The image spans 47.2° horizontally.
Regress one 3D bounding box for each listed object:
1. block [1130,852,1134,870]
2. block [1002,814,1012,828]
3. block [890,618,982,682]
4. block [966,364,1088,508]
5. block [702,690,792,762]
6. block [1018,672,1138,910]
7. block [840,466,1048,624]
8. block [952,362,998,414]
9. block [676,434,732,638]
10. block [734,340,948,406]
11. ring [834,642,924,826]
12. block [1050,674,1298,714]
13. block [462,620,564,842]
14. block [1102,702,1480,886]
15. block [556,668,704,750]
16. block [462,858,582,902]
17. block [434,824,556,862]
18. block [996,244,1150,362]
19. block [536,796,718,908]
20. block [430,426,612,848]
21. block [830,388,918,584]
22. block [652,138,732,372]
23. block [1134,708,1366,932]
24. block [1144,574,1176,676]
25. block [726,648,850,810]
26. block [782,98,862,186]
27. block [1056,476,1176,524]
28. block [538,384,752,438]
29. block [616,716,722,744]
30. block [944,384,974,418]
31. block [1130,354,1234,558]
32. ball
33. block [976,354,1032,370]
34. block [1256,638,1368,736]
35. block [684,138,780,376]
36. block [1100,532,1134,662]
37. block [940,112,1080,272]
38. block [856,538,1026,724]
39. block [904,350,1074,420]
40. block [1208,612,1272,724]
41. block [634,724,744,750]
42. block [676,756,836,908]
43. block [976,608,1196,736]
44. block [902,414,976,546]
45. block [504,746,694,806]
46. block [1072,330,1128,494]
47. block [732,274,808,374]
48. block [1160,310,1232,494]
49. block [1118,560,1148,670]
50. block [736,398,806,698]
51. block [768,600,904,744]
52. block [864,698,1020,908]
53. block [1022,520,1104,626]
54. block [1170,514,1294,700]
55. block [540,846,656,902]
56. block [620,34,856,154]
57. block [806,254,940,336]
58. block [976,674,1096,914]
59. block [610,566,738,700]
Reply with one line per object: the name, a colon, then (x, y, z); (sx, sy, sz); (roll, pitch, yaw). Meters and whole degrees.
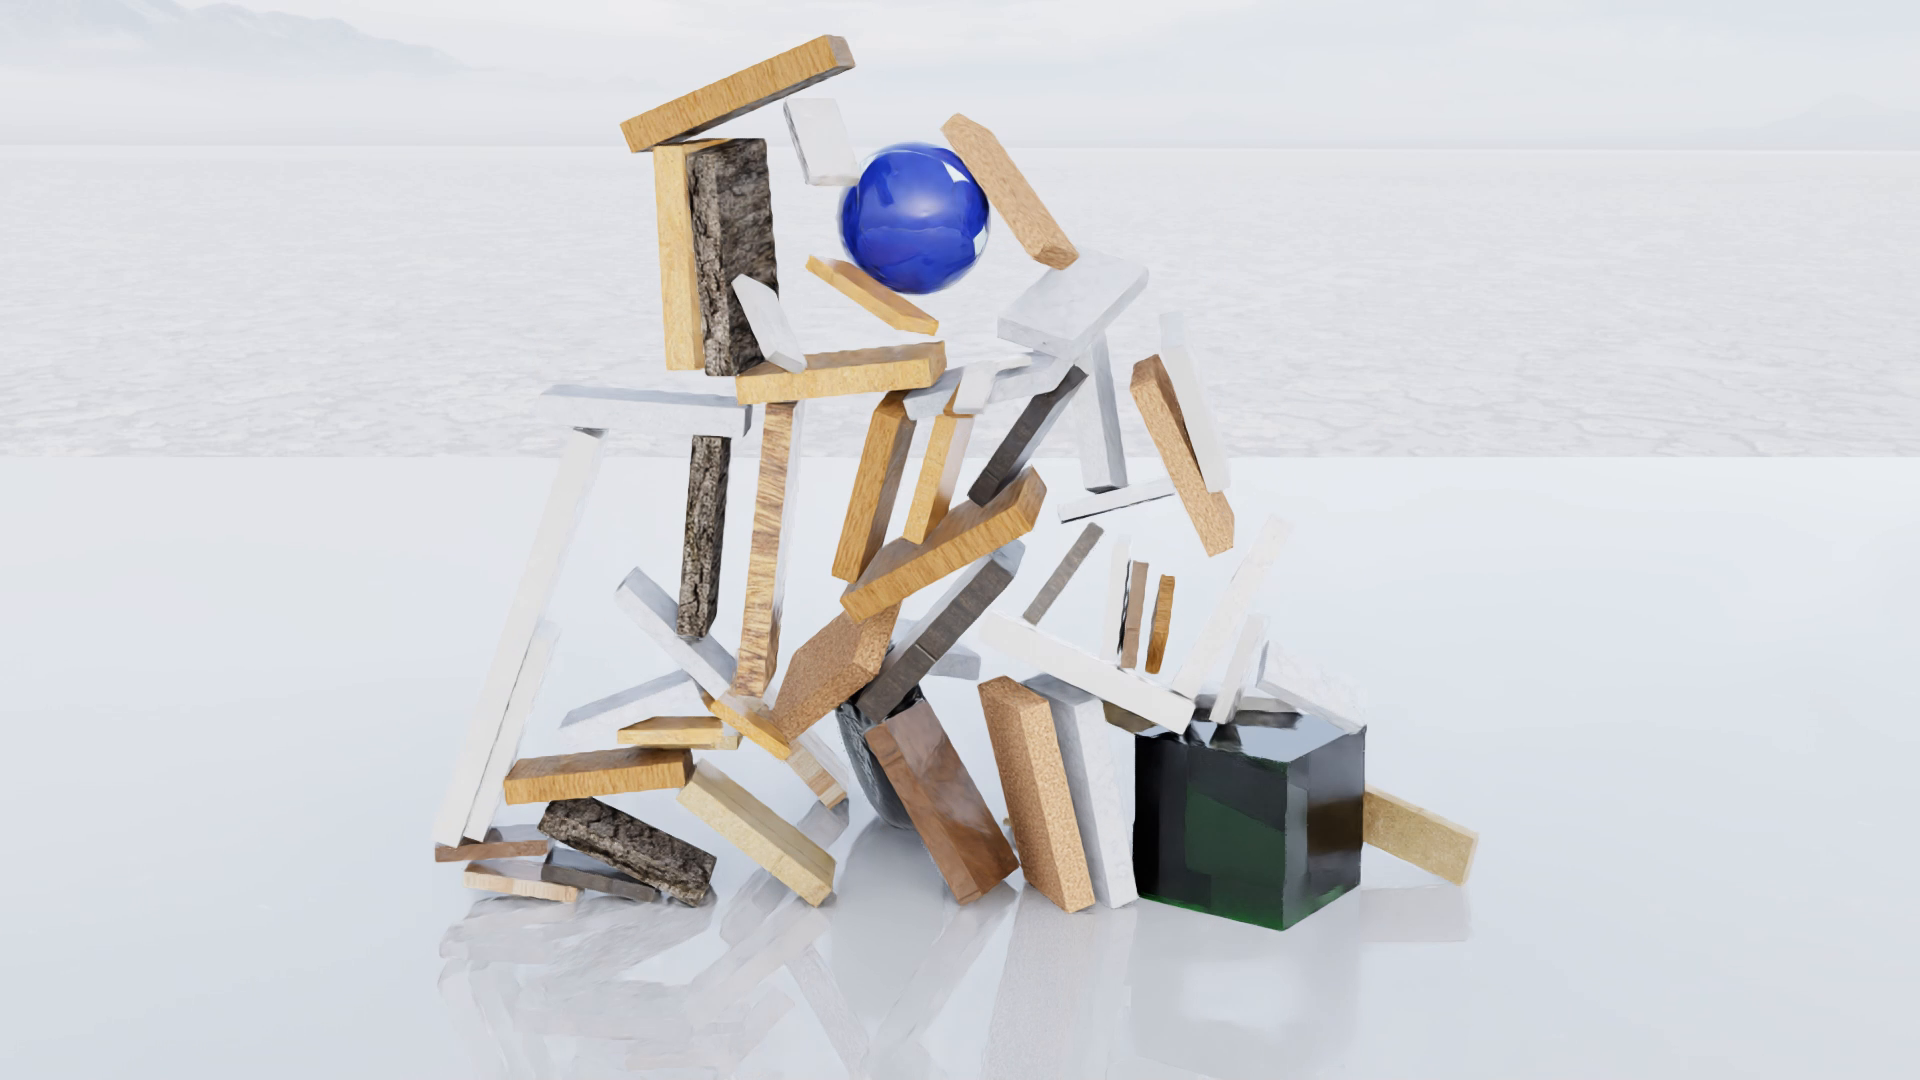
block: (0.264, 0.541, 3.719); (0.058, 0.016, 0.115); (-6, 47, -31)
block: (0.120, 0.508, 4.026); (0.058, 0.016, 0.115); (1, 3, 15)
block: (-0.087, 0.207, 4.292); (0.163, 0.046, 0.326); (8, 7, -19)
block: (0.106, -0.167, 3.510); (0.035, 0.245, 0.122); (40, 38, 6)
block: (-0.363, 0.302, 3.696); (0.171, 0.024, 0.086); (39, 4, -29)
block: (0.195, 0.412, 3.632); (0.051, 0.360, 0.180); (-19, 18, -25)
block: (-0.026, 0.007, 3.635); (0.349, 0.049, 0.175); (-28, 15, 21)
block: (0.023, -0.225, 3.252); (0.046, 0.013, 0.092); (2, 54, 20)
block: (-0.412, -0.019, 3.557); (0.046, 0.322, 0.161); (6, 11, 0)
block: (-0.187, -0.266, 3.500); (0.310, 0.044, 0.155); (-5, 15, 10)
ring: (-0.136, 0.344, 4.022); (0.126, 0.378, 0.378); (-18, 15, -13)
block: (0.365, 0.266, 3.826); (0.452, 0.024, 0.086); (2, 10, 17)
block: (-0.736, 0.313, 3.623); (0.034, 0.358, 0.119); (20, 10, -6)
block: (0.547, 0.405, 3.903); (0.794, 0.093, 0.026); (23, 26, 32)
block: (-0.537, 0.272, 3.620); (0.238, 0.034, 0.119); (-20, 11, 4)
block: (-0.726, 0.563, 3.665); (0.186, 0.026, 0.093); (9, 10, -2)
block: (-0.769, 0.502, 3.654); (0.186, 0.026, 0.093); (-4, 10, 1)
block: (0.181, -0.378, 3.489); (0.132, 0.037, 0.265); (21, 41, 22)
block: (-0.551, 0.506, 3.658); (0.292, 0.041, 0.146); (27, 9, -5)
block: (-0.715, 0.148, 3.586); (0.046, 0.714, 0.161); (20, 9, -6)
block: (-0.132, -0.098, 3.570); (0.044, 0.310, 0.155); (20, 30, 7)
block: (-0.410, -0.452, 3.468); (0.049, 0.347, 0.173); (4, 15, 21)
block: (0.482, 0.450, 3.660); (0.279, 0.279, 0.279); (8, 13, 35)
block: (0.340, 0.143, 3.733); (0.024, 0.086, 0.173); (11, 33, 3)
block: (-0.336, 0.356, 4.172); (0.046, 0.326, 0.163); (-41, 9, 5)
block: (-0.207, -0.596, 3.286); (0.080, 0.023, 0.160); (-3, 55, -24)
block: (0.254, -0.065, 3.584); (0.192, 0.027, 0.096); (-14, -3, 4)
block: (-0.500, -0.208, 3.522); (0.322, 0.046, 0.161); (4, 10, -1)
block: (-0.478, 0.313, 3.624); (0.171, 0.024, 0.085); (0, 9, -6)
block: (0.013, -0.217, 3.323); (0.046, 0.013, 0.092); (4, 41, 24)
block: (0.364, -0.139, 3.580); (0.044, 0.309, 0.154); (-23, 16, 15)
ball: (-0.073, -0.506, 3.462); (0.245, 0.245, 0.245); (0, 11, 0)
block: (0.060, -0.271, 3.385); (0.092, 0.013, 0.046); (-11, 13, -19)
block: (0.575, 0.240, 3.590); (0.185, 0.026, 0.093); (26, 44, -7)
block: (-0.353, -0.447, 3.468); (0.049, 0.346, 0.173); (4, 19, 22)
block: (0.254, 0.092, 3.561); (0.027, 0.192, 0.096); (7, 11, 7)
block: (0.079, -0.544, 3.442); (0.037, 0.265, 0.132); (-39, -16, 18)
block: (-0.030, 0.143, 3.672); (0.049, 0.349, 0.175); (41, 18, -5)
block: (0.045, -0.247, 3.450); (0.245, 0.035, 0.122); (-10, 20, 22)
block: (0.465, 0.211, 3.644); (0.026, 0.185, 0.093); (22, 8, 15)
block: (-0.455, 0.329, 3.696); (0.171, 0.024, 0.085); (2, 9, 1)
block: (-0.336, 0.483, 3.654); (0.292, 0.041, 0.146); (39, 8, -7)
block: (0.205, 0.211, 3.573); (0.360, 0.051, 0.180); (25, 1, 4)
block: (-0.028, -0.124, 3.575); (0.035, 0.245, 0.122); (23, 32, 10)
block: (-0.595, 0.385, 3.641); (0.292, 0.041, 0.146); (-6, 8, -1)
block: (0.219, -0.233, 3.608); (0.044, 0.309, 0.154); (-10, -6, 15)
block: (-0.294, -0.333, 3.395); (0.023, 0.160, 0.080); (-38, -32, 20)
block: (0.375, -0.221, 3.508); (0.037, 0.265, 0.132); (-15, 27, 12)
block: (0.282, 0.122, 3.577); (0.024, 0.173, 0.086); (7, -1, 1)
block: (-0.306, 0.004, 3.567); (0.044, 0.477, 0.155); (8, 13, 2)
block: (-0.222, 0.217, 3.868); (0.049, 0.175, 0.349); (30, -36, -16)
block: (-0.028, 0.436, 3.677); (0.046, 0.326, 0.163); (-31, -4, 26)
block: (0.169, 0.055, 3.586); (0.027, 0.192, 0.096); (36, 1, 4)
block: (0.453, 0.112, 3.672); (0.044, 0.330, 0.154); (30, 1, 6)
block: (-0.597, 0.557, 3.664); (0.186, 0.026, 0.093); (13, 10, -2)
block: (-0.341, -0.691, 3.408); (0.346, 0.049, 0.173); (-21, 8, 10)
block: (-0.134, -0.372, 3.331); (0.080, 0.023, 0.235); (4, 25, -46)
block: (0.125, 0.416, 3.613); (0.051, 0.360, 0.180); (-19, 17, -18)
block: (-0.464, 0.151, 3.600); (0.034, 0.238, 0.119); (-43, 9, 12)
